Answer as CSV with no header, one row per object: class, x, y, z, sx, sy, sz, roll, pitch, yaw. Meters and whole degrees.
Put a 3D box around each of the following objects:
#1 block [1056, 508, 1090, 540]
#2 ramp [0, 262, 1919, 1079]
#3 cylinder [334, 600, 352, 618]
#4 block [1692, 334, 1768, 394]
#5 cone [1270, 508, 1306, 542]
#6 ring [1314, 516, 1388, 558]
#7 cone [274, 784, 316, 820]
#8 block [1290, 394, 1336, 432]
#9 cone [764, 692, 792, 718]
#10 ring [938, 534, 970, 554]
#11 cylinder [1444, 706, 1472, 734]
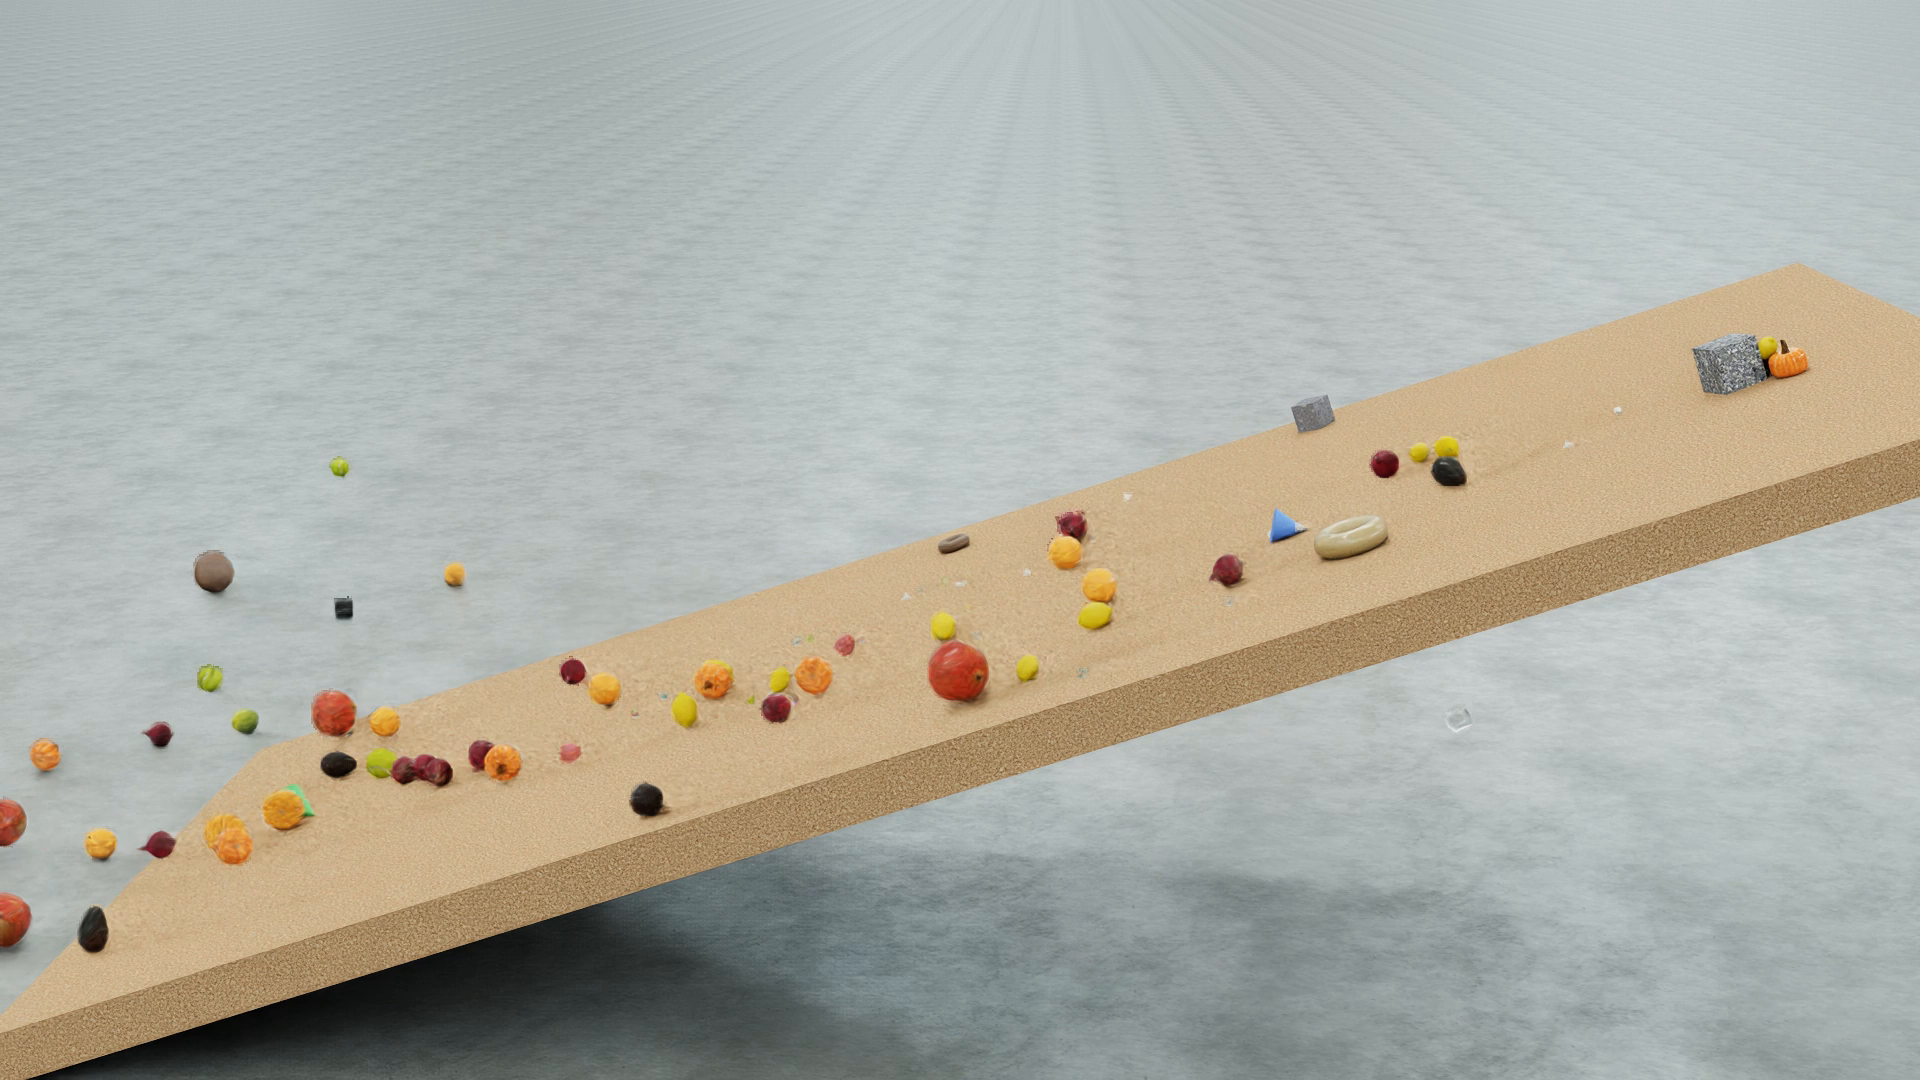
block,0.257,-0.038,6.741,0.054,0.054,0.054,-21,11,-12
ramp,0.103,0.182,6.308,4.000,0.100,2.000,-18,11,5
cylinder,-1.953,0.216,9.320,0.053,0.053,0.053,-4,12,-15
block,1.574,-0.360,6.018,0.096,0.096,0.096,-21,11,-12
cone,0.677,-0.025,6.019,0.071,0.071,0.071,9,12,1
ring,0.761,-0.005,5.729,0.148,0.049,0.148,-18,12,4
cone,-1.454,0.594,6.496,0.085,0.085,0.085,20,20,29
block,0.847,-0.303,7.052,0.066,0.066,0.066,-8,15,43
cone,-0.362,0.339,5.961,0.054,0.054,0.054,13,15,16
ring,-0.015,0.009,7.047,0.080,0.027,0.080,-19,12,4
cylinder,1.275,0.460,7.532,0.055,0.055,0.055,-23,13,-2
